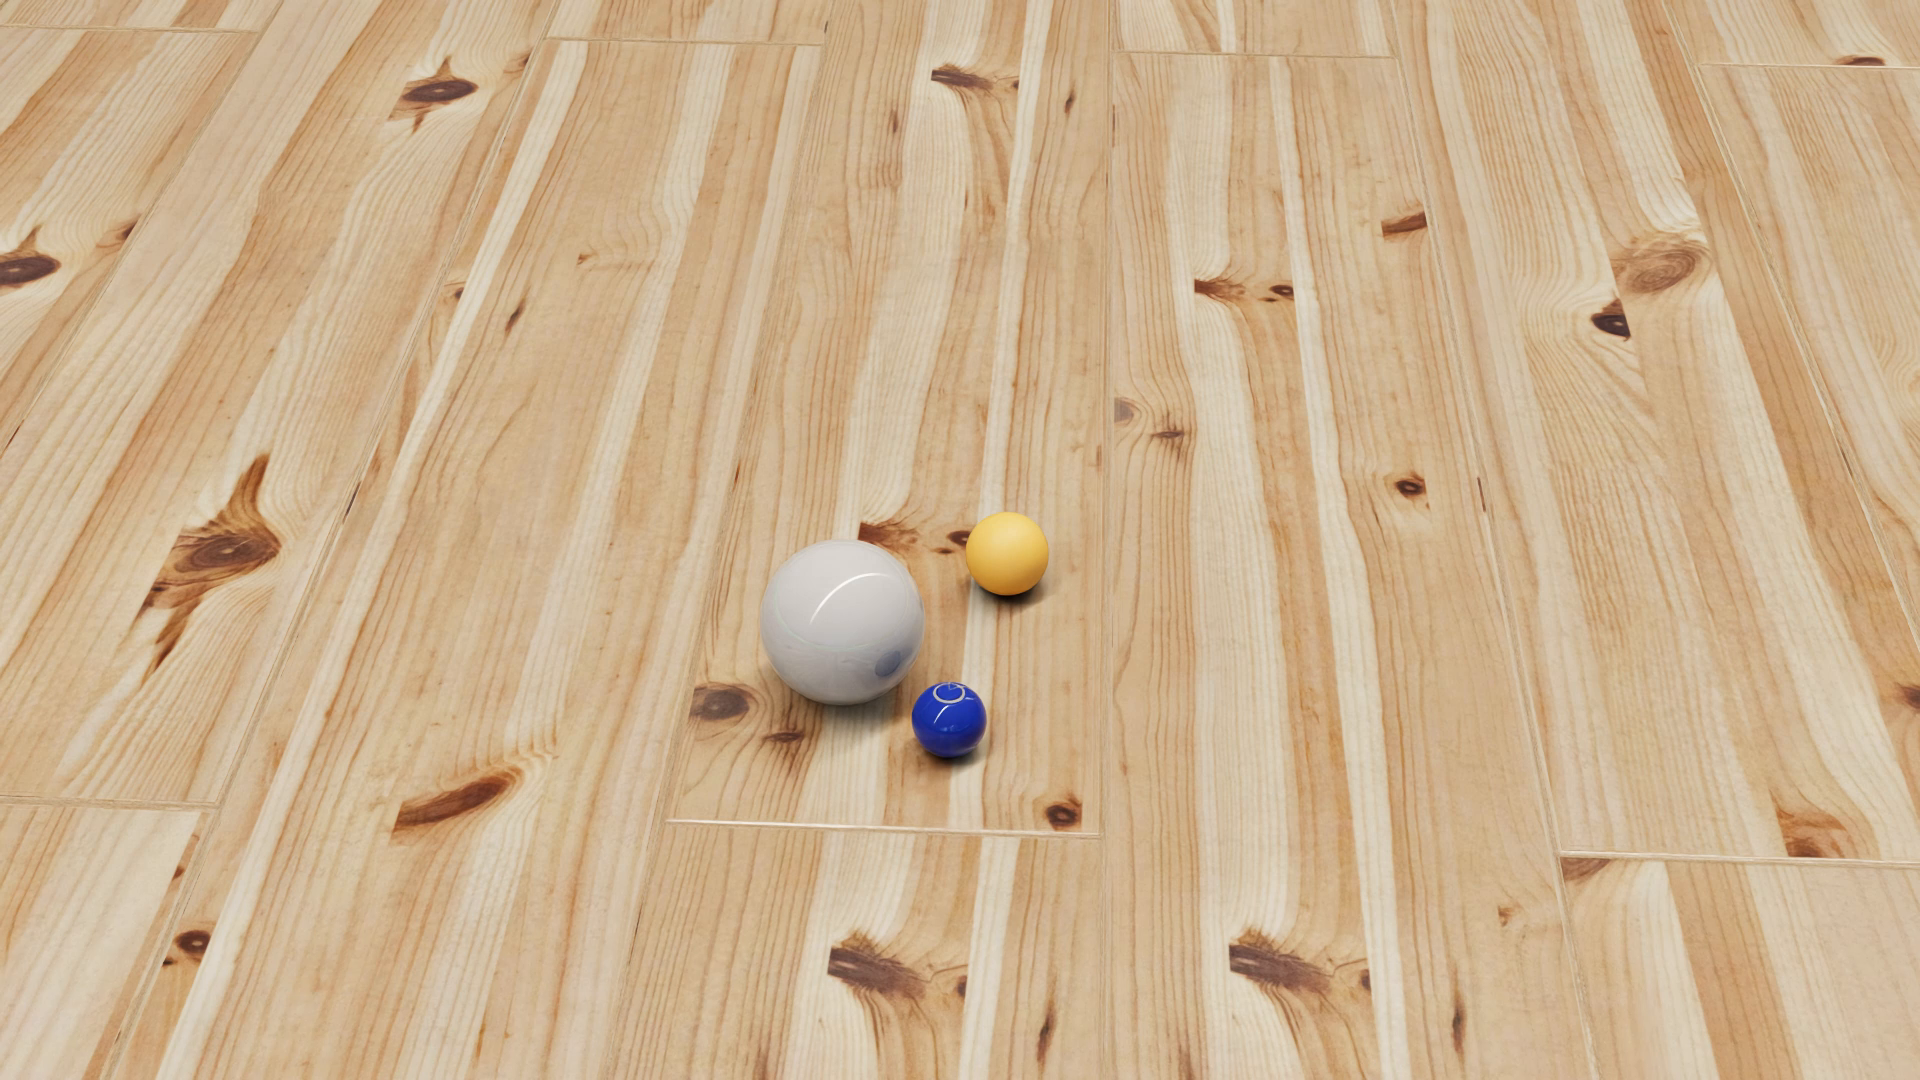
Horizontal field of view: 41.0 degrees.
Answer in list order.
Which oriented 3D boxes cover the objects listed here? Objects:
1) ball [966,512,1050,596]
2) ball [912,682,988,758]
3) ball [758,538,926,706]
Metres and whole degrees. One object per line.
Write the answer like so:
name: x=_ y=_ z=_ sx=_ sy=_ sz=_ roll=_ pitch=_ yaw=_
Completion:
ball: x=0.029 y=0.009 z=1.602 sx=0.052 sy=0.052 sz=0.052 roll=0 pitch=36 yaw=0
ball: x=-0.006 y=0.104 z=1.480 sx=0.044 sy=0.044 sz=0.044 roll=0 pitch=36 yaw=0
ball: x=-0.069 y=0.048 z=1.509 sx=0.098 sy=0.098 sz=0.098 roll=0 pitch=36 yaw=0
